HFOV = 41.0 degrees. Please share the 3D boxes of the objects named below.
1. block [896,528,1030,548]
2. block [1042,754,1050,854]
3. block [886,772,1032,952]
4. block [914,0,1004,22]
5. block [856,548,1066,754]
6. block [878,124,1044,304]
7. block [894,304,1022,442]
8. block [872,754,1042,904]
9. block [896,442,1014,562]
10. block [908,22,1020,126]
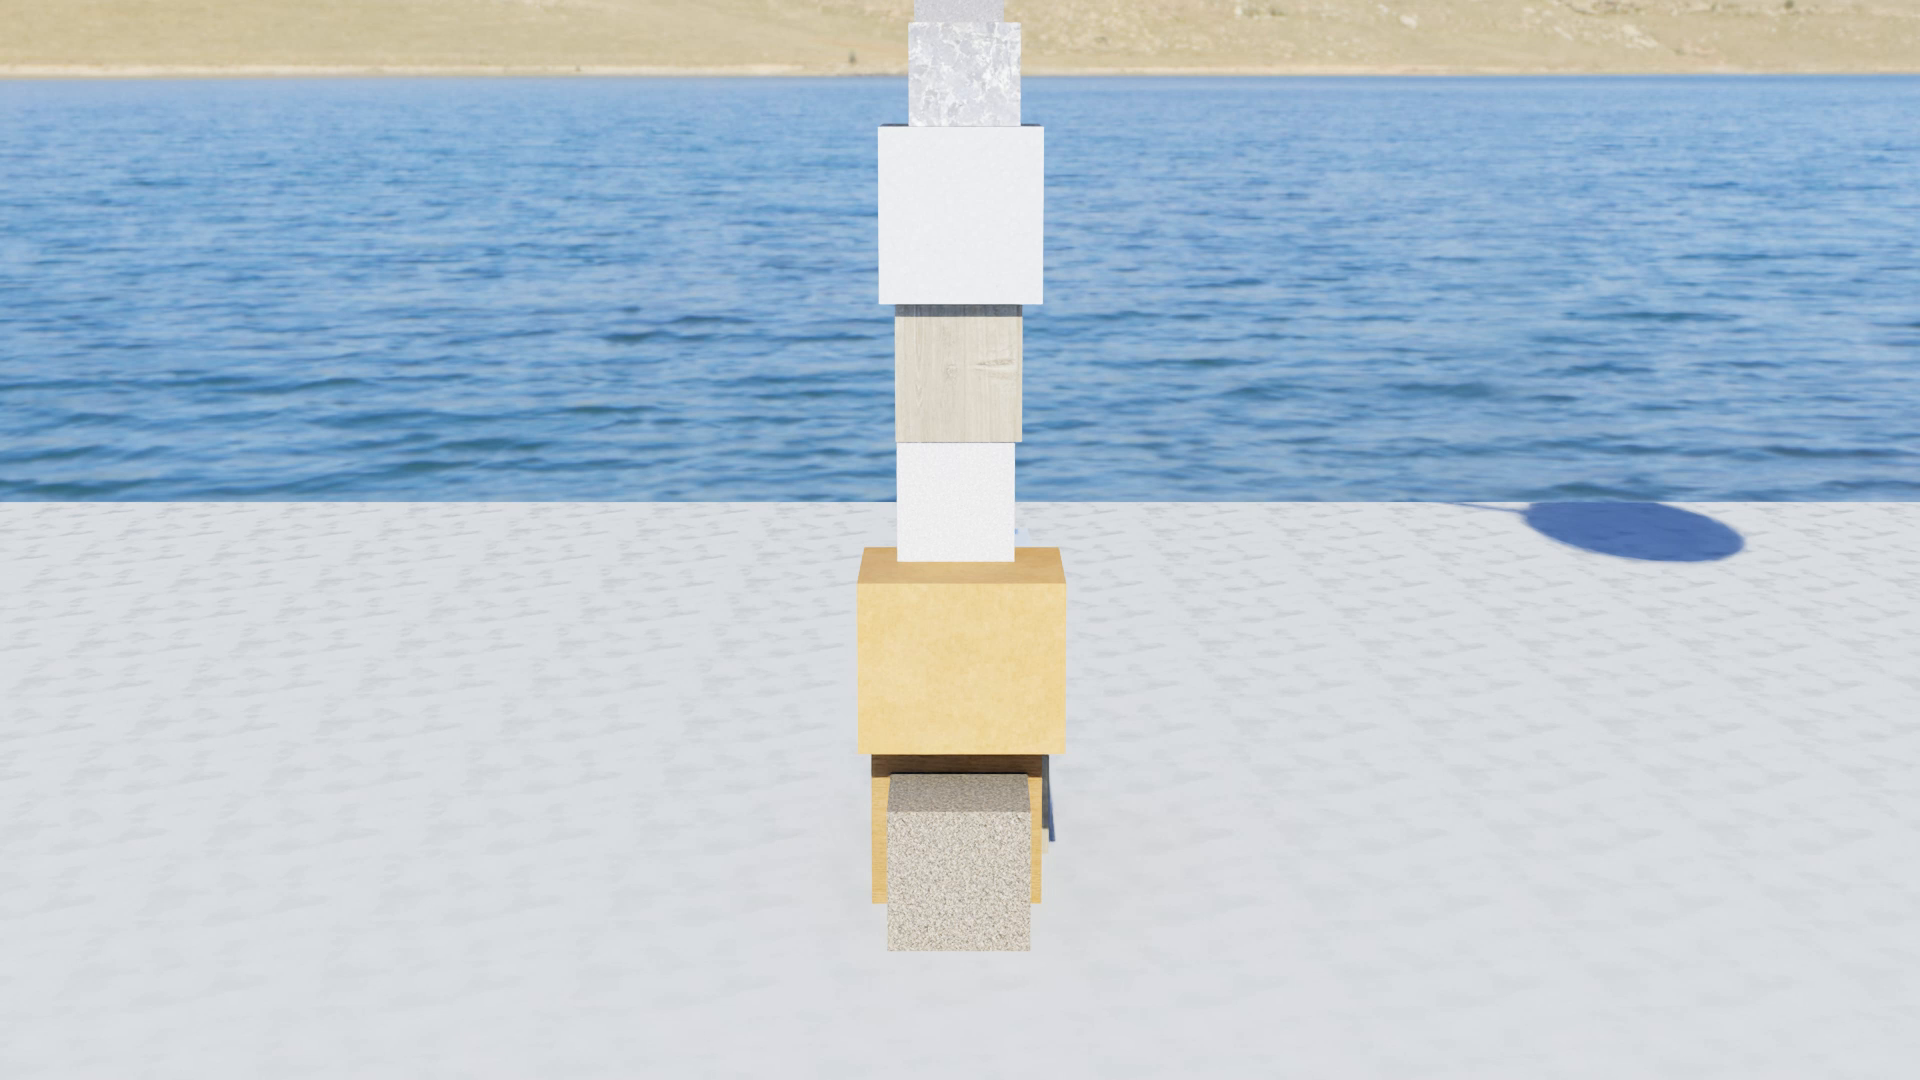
[{"bbox_3d":[0.015,0.297,11.658,0.603,0.586,0.677,0,10,0],"label":"block"},{"bbox_3d":[0.012,0.949,12.025,0.783,0.830,0.811,0,10,0],"label":"block"},{"bbox_3d":[-0.004,1.325,10.640,0.580,0.586,0.597,0,10,0],"label":"block"},{"bbox_3d":[-0.004,-2.389,10.746,0.368,0.442,0.389,0,10,0],"label":"block"},{"bbox_3d":[0.007,0.457,10.914,0.854,0.716,0.824,0,10,0],"label":"block"},{"bbox_3d":[0.004,-1.400,10.926,0.677,0.724,0.769,0,10,0],"label":"block"},{"bbox_3d":[-0.005,-0.754,11.043,0.533,0.589,0.565,0,10,0],"label":"block"},{"bbox_3d":[-0.014,1.131,11.277,0.725,0.740,0.706,0,10,0],"label":"block"},{"bbox_3d":[-0.018,-0.211,11.142,0.497,0.516,0.538,0,10,0],"label":"block"},{"bbox_3d":[0.019,-1.964,10.823,0.461,0.421,0.480,0,10,0],"label":"block"}]
